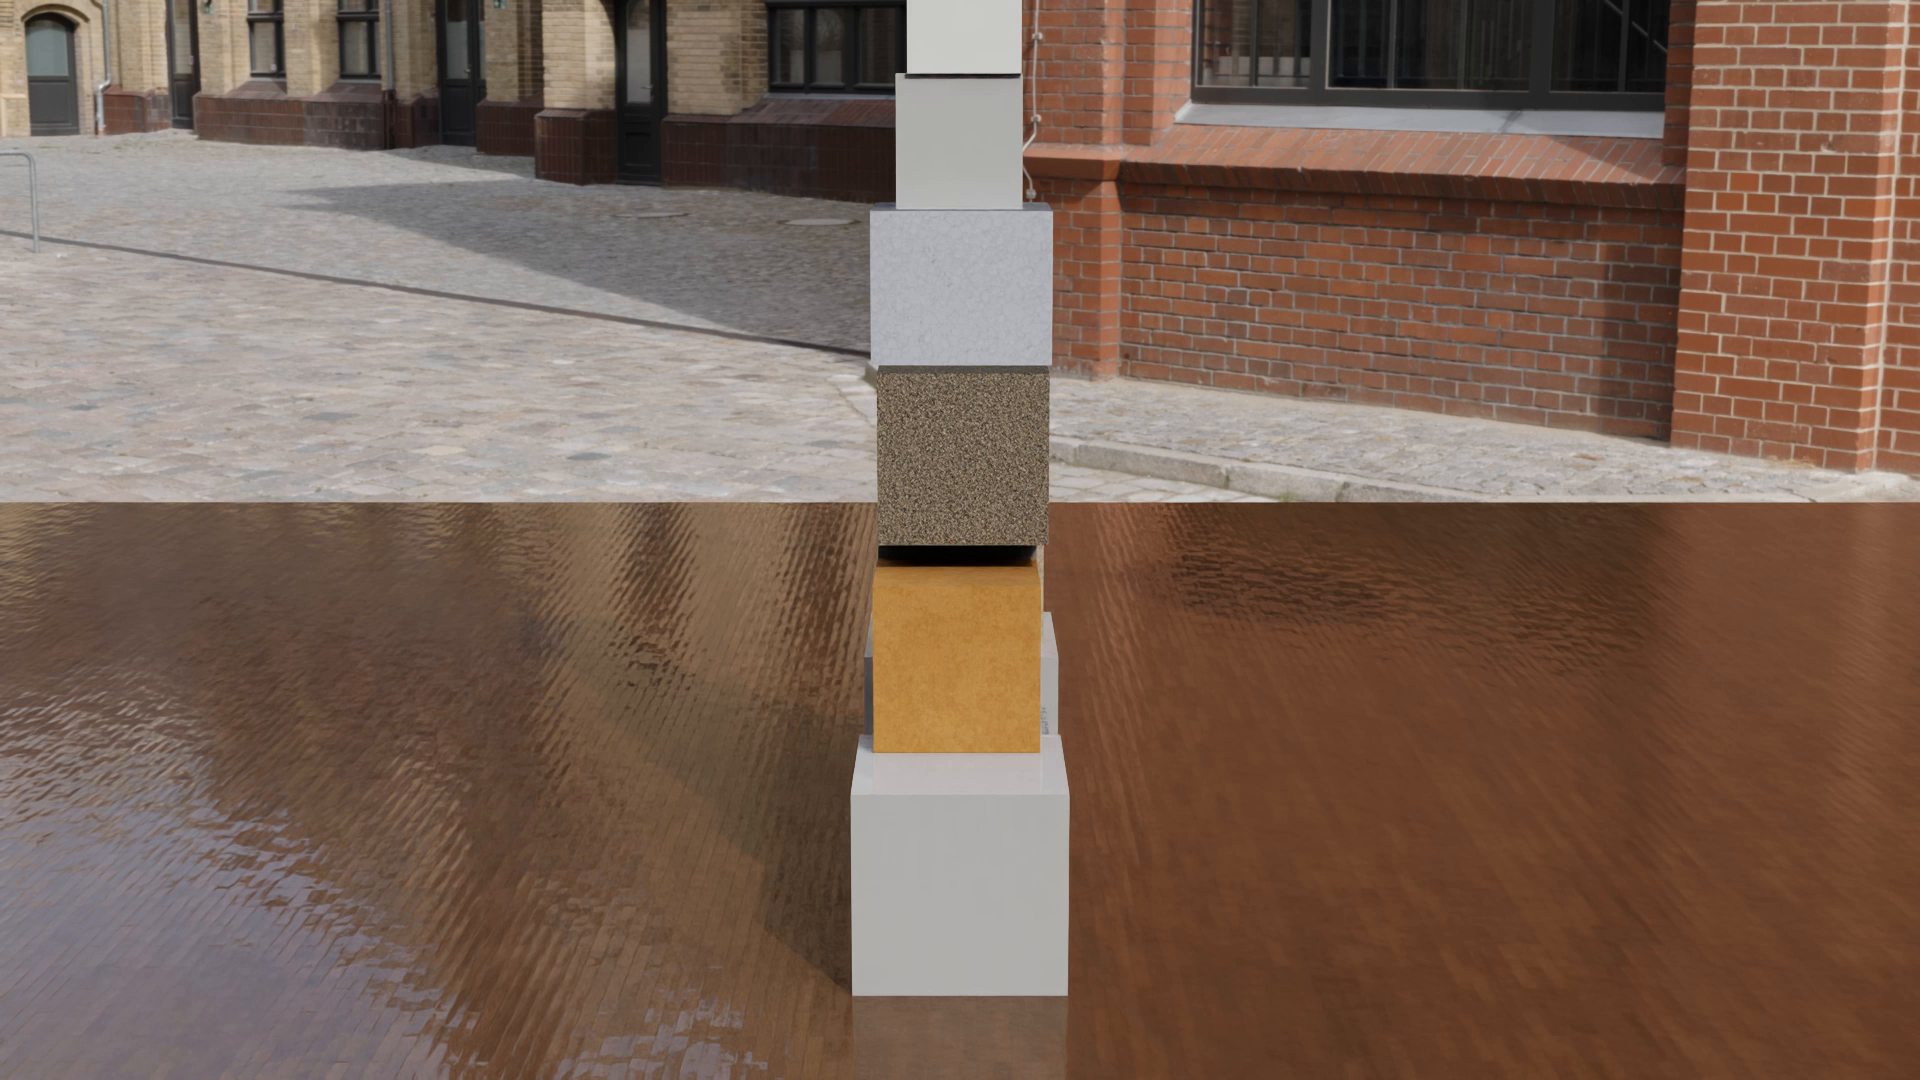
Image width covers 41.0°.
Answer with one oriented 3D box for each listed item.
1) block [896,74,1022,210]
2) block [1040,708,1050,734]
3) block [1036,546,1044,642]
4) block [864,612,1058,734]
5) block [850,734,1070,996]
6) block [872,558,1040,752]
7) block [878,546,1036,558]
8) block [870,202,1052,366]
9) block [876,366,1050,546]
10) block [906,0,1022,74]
[{"bbox_3d":[-0.003,-1.694,10.870,0.527,0.558,0.451,0,10,0],"label":"block"},{"bbox_3d":[0.015,1.165,11.025,0.722,0.763,0.625,0,10,0],"label":"block"},{"bbox_3d":[0.016,0.061,11.829,0.716,0.679,0.699,0,10,0],"label":"block"},{"bbox_3d":[0.005,0.912,11.798,0.851,0.985,0.966,0,10,0],"label":"block"},{"bbox_3d":[0.000,1.282,10.265,0.833,0.804,0.893,0,10,0],"label":"block"},{"bbox_3d":[-0.013,0.467,10.608,0.671,0.679,0.651,0,10,0],"label":"block"},{"bbox_3d":[-0.011,0.210,11.194,0.671,0.612,0.584,0,10,0],"label":"block"},{"bbox_3d":[0.006,-1.105,10.978,0.754,0.638,0.725,0,10,0],"label":"block"},{"bbox_3d":[0.013,-0.388,10.795,0.701,0.708,0.690,0,10,0],"label":"block"},{"bbox_3d":[0.018,-2.249,10.768,0.471,0.571,0.501,0,10,0],"label":"block"}]
